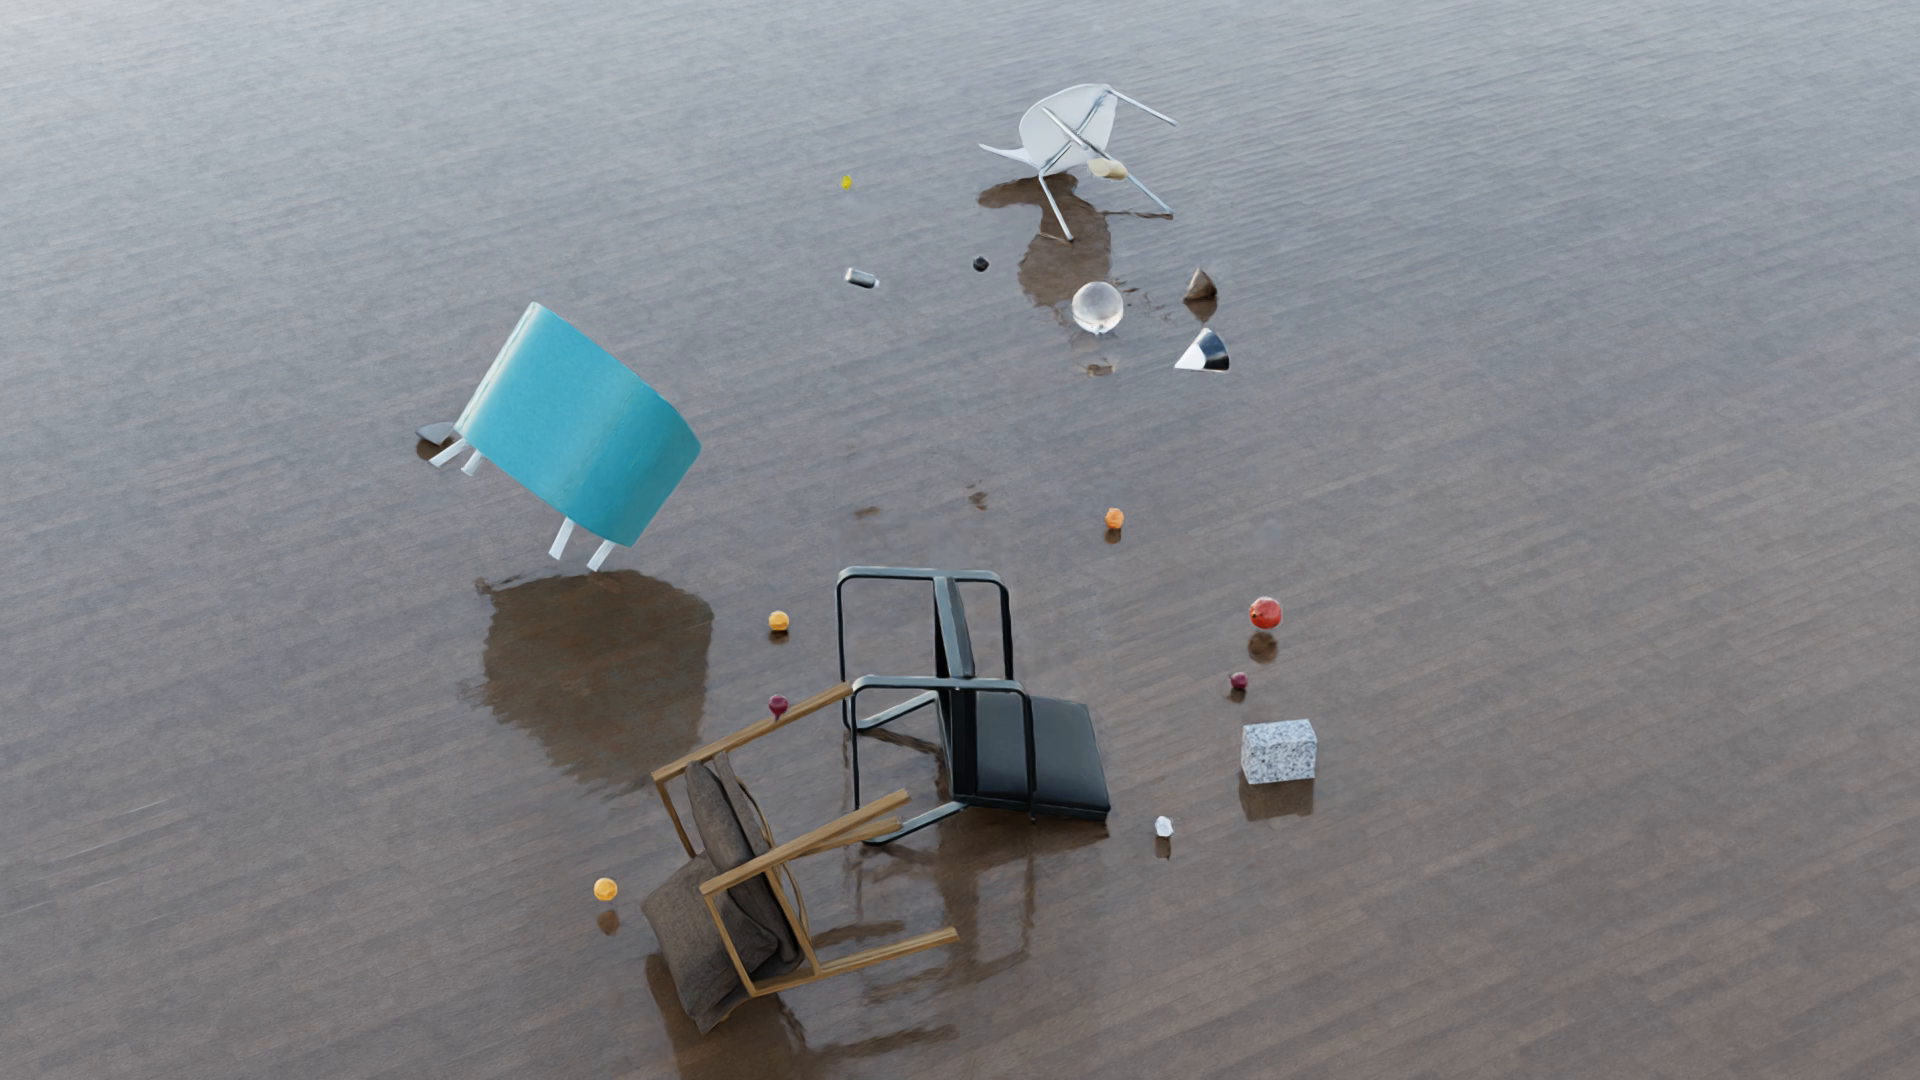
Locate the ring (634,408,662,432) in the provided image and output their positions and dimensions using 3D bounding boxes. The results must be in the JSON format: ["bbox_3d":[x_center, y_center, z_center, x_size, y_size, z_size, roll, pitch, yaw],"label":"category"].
[{"bbox_3d":[-1.144,-0.440,10.755,0.103,0.116,0.040,-13,44,20],"label":"ring"}]

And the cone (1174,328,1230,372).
[{"bbox_3d":[0.906,-0.701,11.343,0.184,0.175,0.216,-24,32,-18],"label":"cone"}]

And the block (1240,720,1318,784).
[{"bbox_3d":[1.058,0.703,9.733,0.221,0.158,0.117,-5,34,-8],"label":"block"}]

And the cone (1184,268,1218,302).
[{"bbox_3d":[1.001,-1.058,12.492,0.139,0.147,0.123,-40,26,-7],"label":"cone"}]

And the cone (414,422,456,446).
[{"bbox_3d":[-2.052,-0.403,11.515,0.168,0.114,0.074,-12,73,-12],"label":"cone"}]

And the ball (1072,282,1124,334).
[{"bbox_3d":[0.573,-0.970,12.219,0.217,0.217,0.217,0,33,0],"label":"ball"}]
